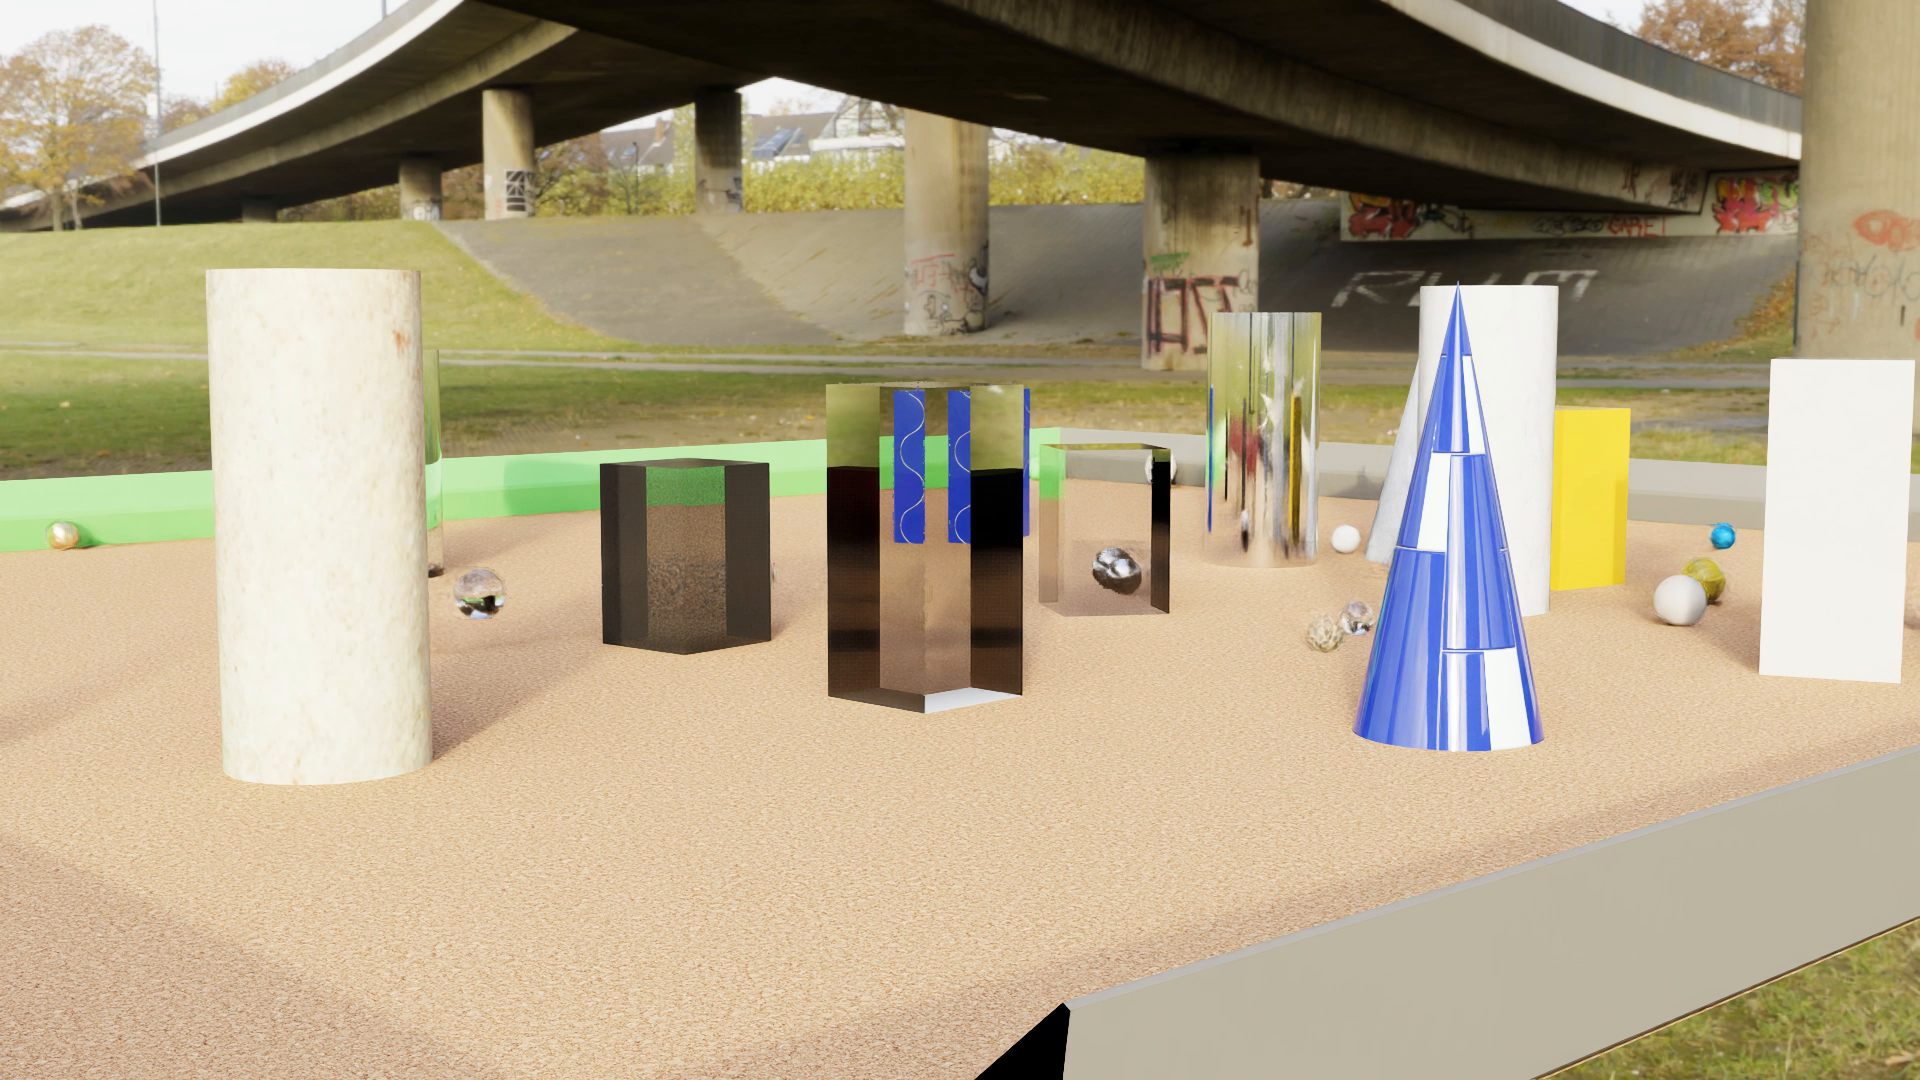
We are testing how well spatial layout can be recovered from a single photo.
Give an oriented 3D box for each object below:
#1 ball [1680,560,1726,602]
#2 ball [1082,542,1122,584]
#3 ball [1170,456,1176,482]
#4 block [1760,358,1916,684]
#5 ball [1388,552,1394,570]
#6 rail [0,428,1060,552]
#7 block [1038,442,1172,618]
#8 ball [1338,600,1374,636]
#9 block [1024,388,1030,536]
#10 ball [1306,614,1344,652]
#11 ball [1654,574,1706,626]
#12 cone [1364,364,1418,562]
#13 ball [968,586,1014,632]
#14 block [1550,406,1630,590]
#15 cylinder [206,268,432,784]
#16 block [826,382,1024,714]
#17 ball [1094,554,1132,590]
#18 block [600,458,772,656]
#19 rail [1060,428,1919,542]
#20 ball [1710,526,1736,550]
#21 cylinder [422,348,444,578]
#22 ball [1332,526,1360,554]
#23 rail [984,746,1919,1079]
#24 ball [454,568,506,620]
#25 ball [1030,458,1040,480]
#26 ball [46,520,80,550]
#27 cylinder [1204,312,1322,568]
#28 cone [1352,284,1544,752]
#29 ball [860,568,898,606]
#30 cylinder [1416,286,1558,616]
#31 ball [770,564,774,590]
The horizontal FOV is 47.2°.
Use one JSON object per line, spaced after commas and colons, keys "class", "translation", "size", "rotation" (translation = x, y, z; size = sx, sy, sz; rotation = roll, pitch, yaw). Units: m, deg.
{"class": "ball", "translation": [1.137, 0.063, 3.365], "size": [0.067, 0.067, 0.067], "rotation": [0, 6, 0]}
{"class": "ball", "translation": [0.233, 0.039, 3.590], "size": [0.068, 0.068, 0.068], "rotation": [0, 6, 0]}
{"class": "ball", "translation": [0.498, -0.183, 5.568], "size": [0.100, 0.100, 0.100], "rotation": [0, 6, 0]}
{"class": "block", "translation": [1.088, -0.031, 2.725], "size": [0.160, 0.386, 0.160], "rotation": [3, 6, 24]}
{"class": "ball", "translation": [0.739, 0.040, 3.662], "size": [0.052, 0.052, 0.052], "rotation": [0, 6, 0]}
{"class": "rail", "translation": [-1.172, -0.098, 4.595], "size": [3.969, 0.130, 0.045], "rotation": [-5, 8, -42]}
{"class": "block", "translation": [0.215, -0.018, 3.292], "size": [0.160, 0.244, 0.160], "rotation": [-1, 6, -11]}
{"class": "ball", "translation": [0.546, 0.107, 3.029], "size": [0.048, 0.048, 0.048], "rotation": [0, 6, 0]}
{"class": "block", "translation": [0.031, -0.150, 4.323], "size": [0.160, 0.292, 0.160], "rotation": [3, 7, 26]}
{"class": "ball", "translation": [0.478, 0.122, 2.878], "size": [0.049, 0.049, 0.049], "rotation": [0, 6, 0]}
{"class": "ball", "translation": [1.021, 0.086, 3.119], "size": [0.072, 0.072, 0.072], "rotation": [0, 6, 0]}
{"class": "cone", "translation": [0.829, -0.164, 3.948], "size": [0.200, 0.398, 0.200], "rotation": [0, 6, 0]}
{"class": "ball", "translation": [0.044, 0.096, 3.065], "size": [0.064, 0.064, 0.064], "rotation": [0, 6, 0]}
{"class": "block", "translation": [0.979, -0.073, 3.610], "size": [0.160, 0.287, 0.160], "rotation": [-4, 7, -34]}
{"class": "cylinder", "translation": [-0.623, -0.020, 2.147], "size": [0.200, 0.483, 0.200], "rotation": [0, 6, 0]}
{"class": "block", "translation": [-0.040, 0.002, 2.533], "size": [0.160, 0.361, 0.160], "rotation": [6, 8, 44]}
{"class": "ball", "translation": [0.245, 0.051, 3.521], "size": [0.059, 0.059, 0.059], "rotation": [0, 6, 0]}
{"class": "block", "translation": [-0.368, 0.018, 2.953], "size": [0.160, 0.242, 0.160], "rotation": [5, 8, 39]}
{"class": "rail", "translation": [1.441, -0.104, 4.654], "size": [0.045, 0.130, 3.505], "rotation": [-5, 8, -42]}
{"class": "ball", "translation": [1.428, -0.005, 4.116], "size": [0.046, 0.046, 0.046], "rotation": [0, 6, 0]}
{"class": "cylinder", "translation": [-0.976, -0.130, 3.706], "size": [0.200, 0.380, 0.200], "rotation": [0, 6, 0]}
{"class": "ball", "translation": [0.710, -0.001, 4.045], "size": [0.053, 0.053, 0.053], "rotation": [0, 6, 0]}
{"class": "rail", "translation": [1.172, 0.165, 2.068], "size": [3.969, 0.130, 0.045], "rotation": [-5, 8, -42]}
{"class": "ball", "translation": [-0.695, 0.079, 3.183], "size": [0.074, 0.074, 0.074], "rotation": [0, 6, 0]}
{"class": "ball", "translation": [0.200, -0.188, 5.806], "size": [0.060, 0.060, 0.060], "rotation": [0, 6, 0]}
{"class": "ball", "translation": [-1.670, -0.008, 4.097], "size": [0.057, 0.057, 0.057], "rotation": [0, 6, 0]}
{"class": "cylinder", "translation": [0.536, -0.181, 3.896], "size": [0.200, 0.442, 0.200], "rotation": [0, 6, 0]}
{"class": "cone", "translation": [0.517, -0.033, 2.307], "size": [0.200, 0.476, 0.200], "rotation": [0, 6, 0]}
{"class": "ball", "translation": [-0.123, 0.071, 3.335], "size": [0.056, 0.056, 0.056], "rotation": [0, 6, 0]}
{"class": "cylinder", "translation": [0.784, -0.137, 3.285], "size": [0.200, 0.481, 0.200], "rotation": [0, 6, 0]}
{"class": "ball", "translation": [-0.324, 0.057, 3.351], "size": [0.082, 0.082, 0.082], "rotation": [0, 6, 0]}
